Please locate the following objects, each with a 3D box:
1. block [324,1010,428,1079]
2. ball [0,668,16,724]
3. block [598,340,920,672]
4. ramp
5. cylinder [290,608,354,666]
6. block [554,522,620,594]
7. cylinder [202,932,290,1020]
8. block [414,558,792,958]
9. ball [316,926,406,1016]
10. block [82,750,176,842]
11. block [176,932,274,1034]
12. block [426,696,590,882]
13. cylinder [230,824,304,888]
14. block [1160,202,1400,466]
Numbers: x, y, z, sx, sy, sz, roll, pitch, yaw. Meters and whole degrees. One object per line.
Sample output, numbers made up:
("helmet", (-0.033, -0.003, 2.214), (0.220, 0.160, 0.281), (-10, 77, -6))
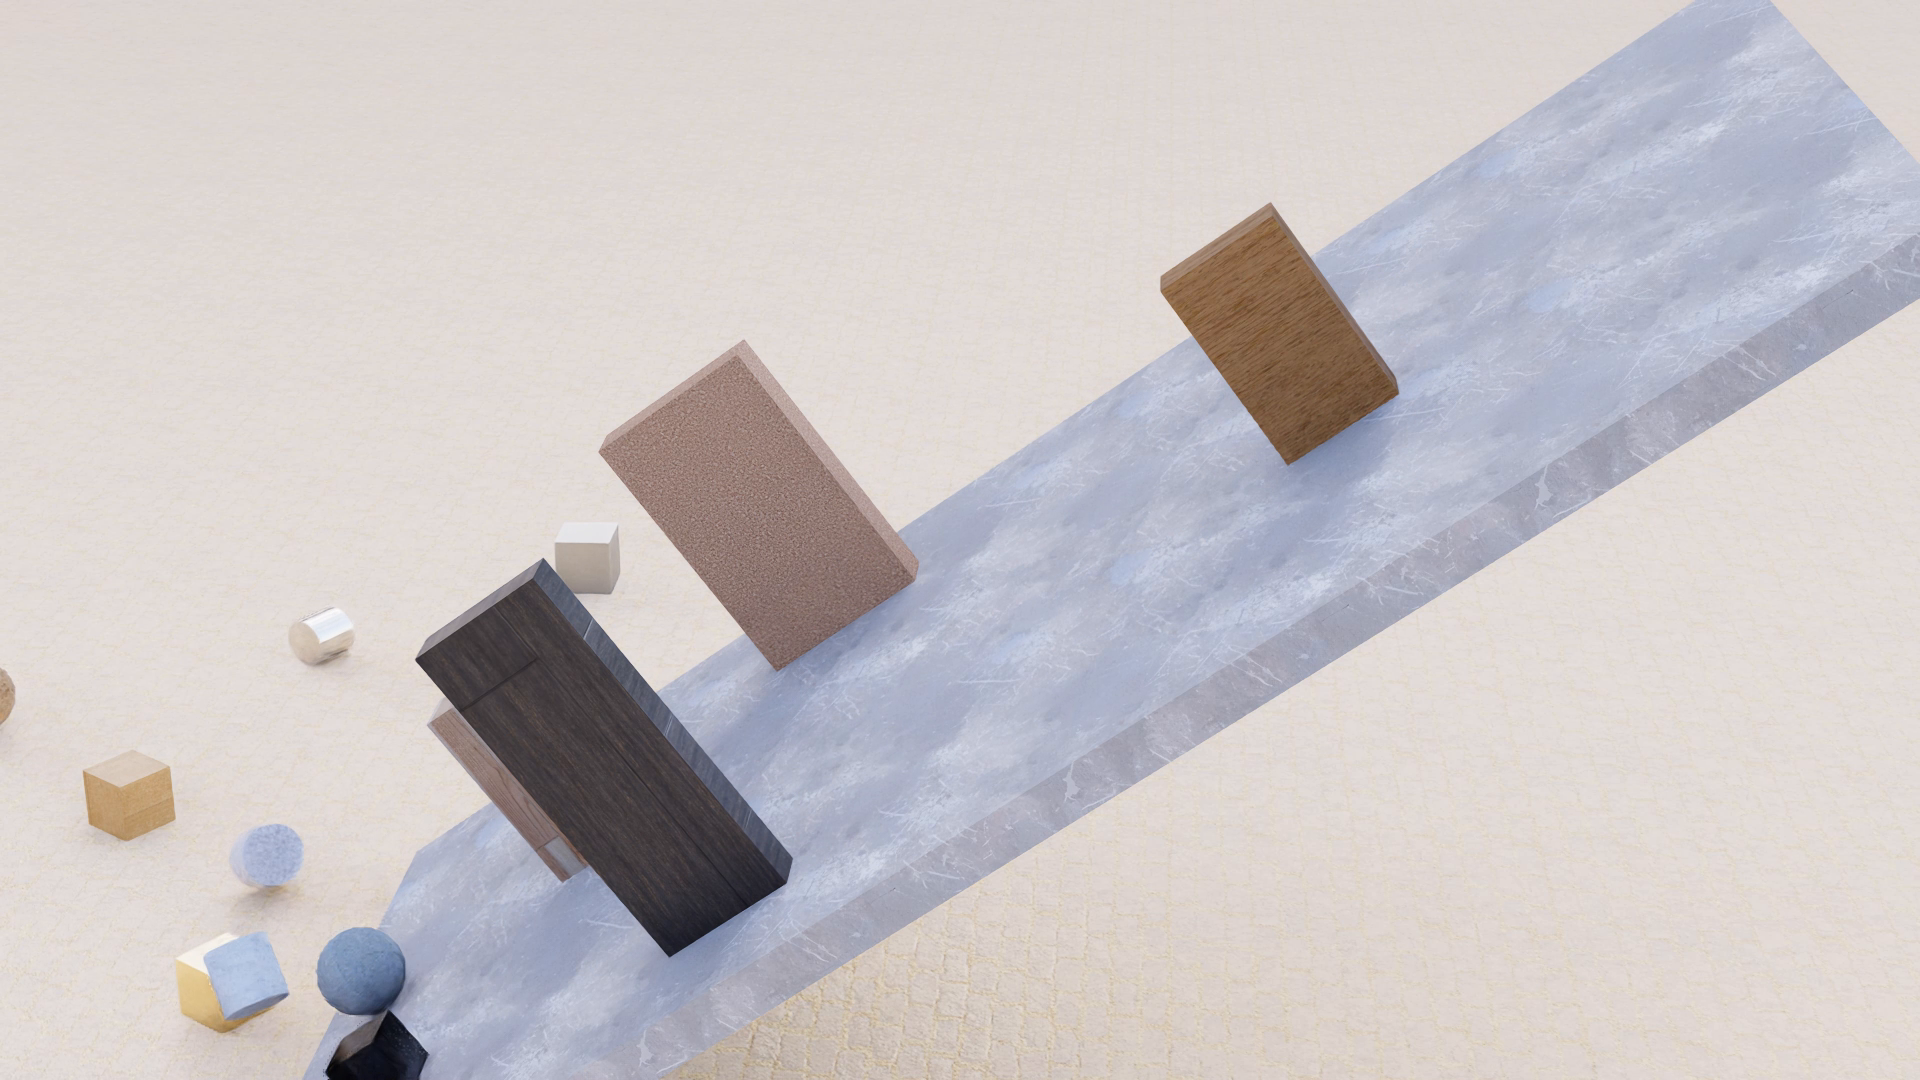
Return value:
("block", (-1.238, 1.112, 6.251), (0.134, 0.134, 0.134), (-33, 16, 16))
("ball", (-2.874, 0.457, 8.612), (0.209, 0.209, 0.209), (0, 22, 0))
("block", (-0.468, -0.076, 6.906), (0.413, 0.681, 0.114), (-33, 16, 16))
("ramp", (0.132, 0.177, 6.315), (4.000, 0.100, 2.000), (-33, 16, 16))
("cylinder", (-1.973, 0.297, 9.097), (0.141, 0.141, 0.141), (14, 26, 32))
("block", (-1.220, 0.058, 9.636), (0.180, 0.180, 0.180), (1, 22, 3))
("cylinder", (-1.694, 1.035, 6.984), (0.158, 0.158, 0.158), (-23, -11, -5))
("block", (-0.688, 0.431, 5.741), (0.297, 0.789, 0.103), (-33, 16, 16))
("ball", (-1.379, 0.994, 6.773), (0.203, 0.203, 0.203), (0, 22, 0))
("block", (-2.279, 0.700, 8.071), (0.165, 0.165, 0.165), (17, 27, 35))
("block", (-1.788, 1.078, 7.152), (0.156, 0.156, 0.156), (16, 27, 35))
("block", (-0.891, 0.471, 6.653), (0.387, 0.484, 0.131), (-33, 16, 16))
("cylinder", (-1.812, 0.827, 7.690), (0.160, 0.160, 0.160), (-12, -4, -26))
("block", (0.634, -0.408, 5.840), (0.265, 0.446, 0.103), (-33, 16, 16))
